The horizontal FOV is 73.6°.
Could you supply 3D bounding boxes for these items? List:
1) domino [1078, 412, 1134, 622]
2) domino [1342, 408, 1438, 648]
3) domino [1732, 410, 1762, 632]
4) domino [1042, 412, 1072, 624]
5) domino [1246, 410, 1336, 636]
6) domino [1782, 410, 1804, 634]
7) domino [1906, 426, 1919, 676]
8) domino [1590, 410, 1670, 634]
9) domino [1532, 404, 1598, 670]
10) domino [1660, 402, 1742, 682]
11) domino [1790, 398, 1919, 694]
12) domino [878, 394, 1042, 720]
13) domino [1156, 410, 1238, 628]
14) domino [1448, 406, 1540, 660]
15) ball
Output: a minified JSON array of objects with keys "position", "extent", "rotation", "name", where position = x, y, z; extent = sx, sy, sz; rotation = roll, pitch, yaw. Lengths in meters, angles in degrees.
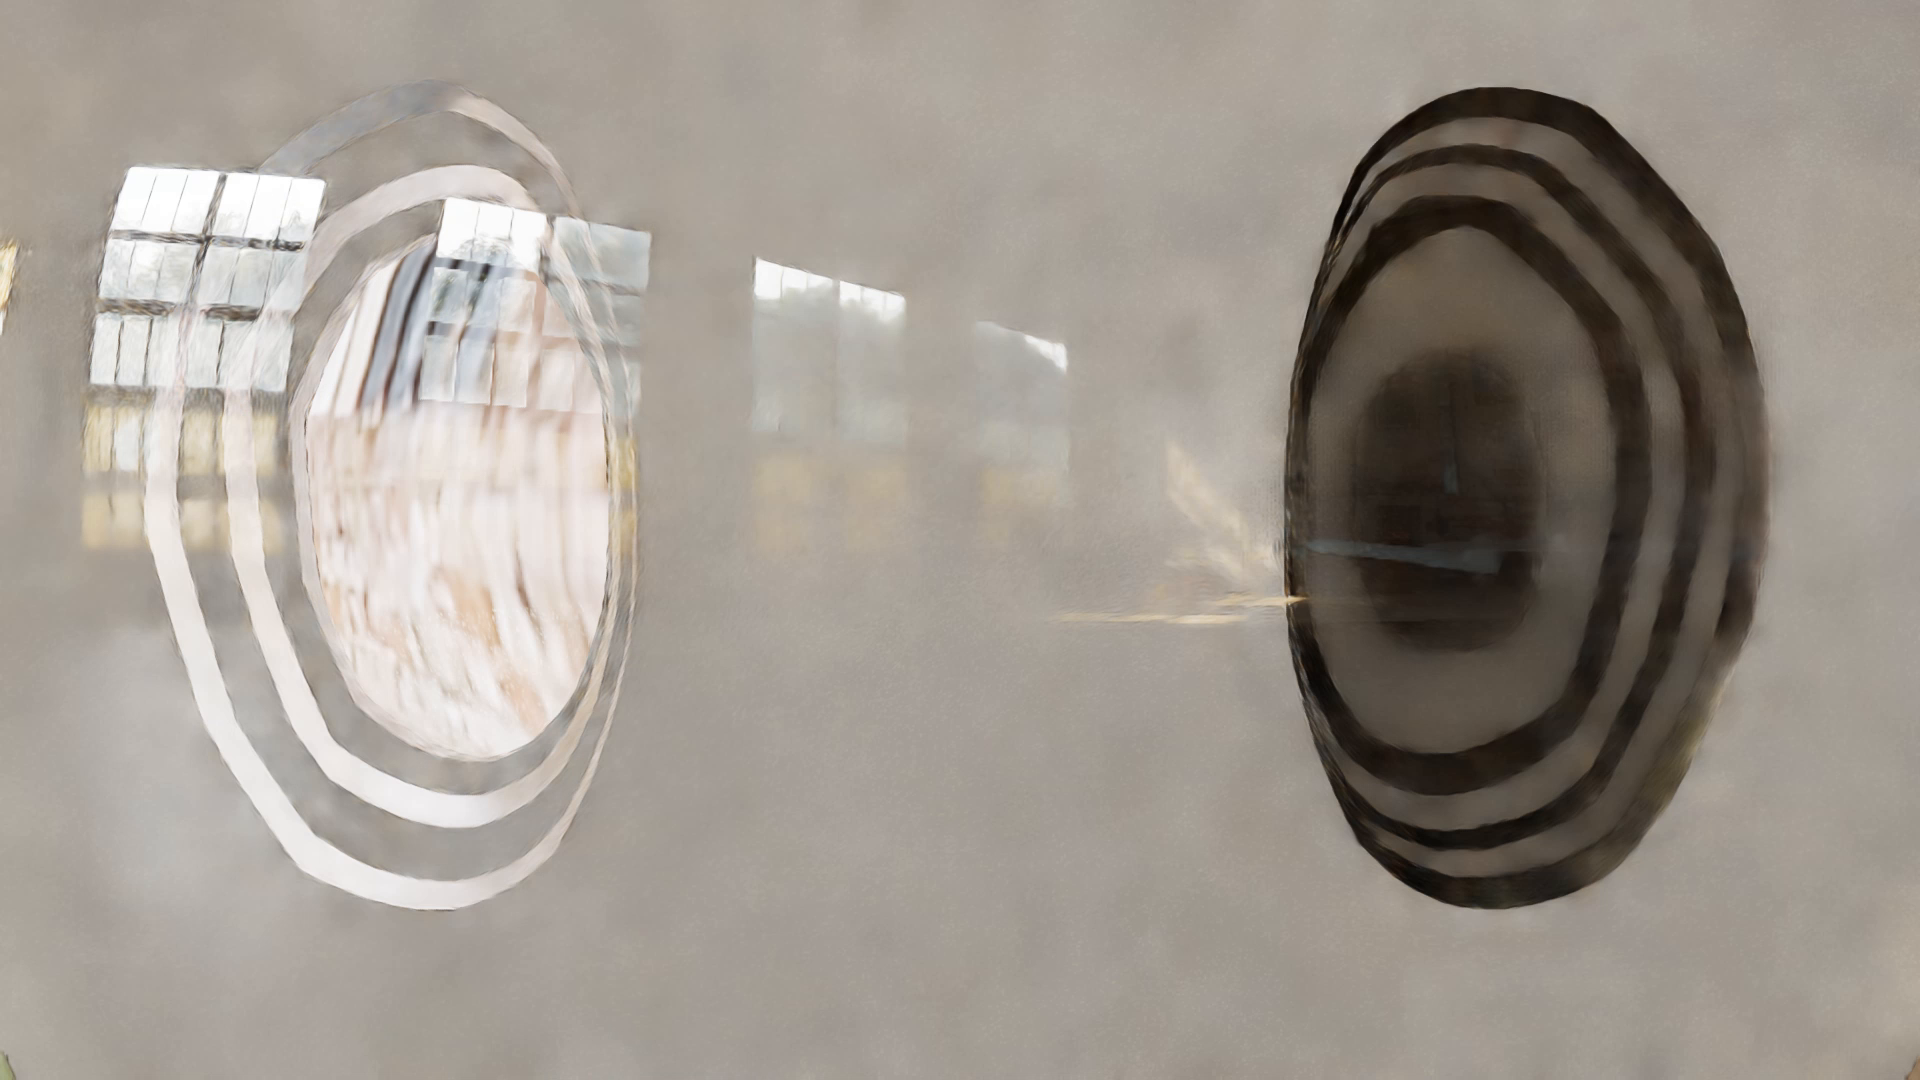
[{"position":[0.036,-0.006,0.318],"extent":[0.010,0.050,0.025],"rotation":[1,4,15],"name":"domino"},{"position":[0.094,-0.003,0.279],"extent":[0.010,0.050,0.025],"rotation":[4,6,42],"name":"domino"},{"position":[0.176,-0.005,0.301],"extent":[0.010,0.050,0.025],"rotation":[1,4,8],"name":"domino"},{"position":[0.015,-0.006,0.314],"extent":[0.025,0.050,0.009],"rotation":[4,6,44],"name":"domino"},{"position":[0.076,-0.005,0.294],"extent":[0.009,0.050,0.025],"rotation":[3,6,39],"name":"domino"},{"position":[0.197,-0.004,0.292],"extent":[0.025,0.050,0.009],"rotation":[-4,6,-44],"name":"domino"},{"position":[0.182,0.000,0.234],"extent":[0.010,0.050,0.025],"rotation":[-2,5,-29],"name":"domino"},{"position":[0.156,-0.004,0.292],"extent":[0.025,0.050,0.010],"rotation":[4,6,40],"name":"domino"},{"position":[0.120,-0.001,0.254],"extent":[0.009,0.050,0.025],"rotation":[2,5,27],"name":"domino"},{"position":[0.139,0.000,0.241],"extent":[0.009,0.050,0.025],"rotation":[3,5,35],"name":"domino"},{"position":[0.159,0.000,0.229],"extent":[0.010,0.050,0.025],"rotation":[1,4,16],"name":"domino"},{"position":[0.000,0.002,0.201],"extent":[0.025,0.050,0.010],"rotation":[0,4,0],"name":"domino"},{"position":[0.057,-0.006,0.308],"extent":[0.009,0.050,0.025],"rotation":[3,5,34],"name":"domino"},{"position":[0.111,-0.002,0.263],"extent":[0.009,0.050,0.025],"rotation":[4,6,43],"name":"domino"},{"position":[0.000,-0.002,0.056],"extent":[0.080,0.080,0.080],"rotation":[0,4,0],"name":"ball"}]
